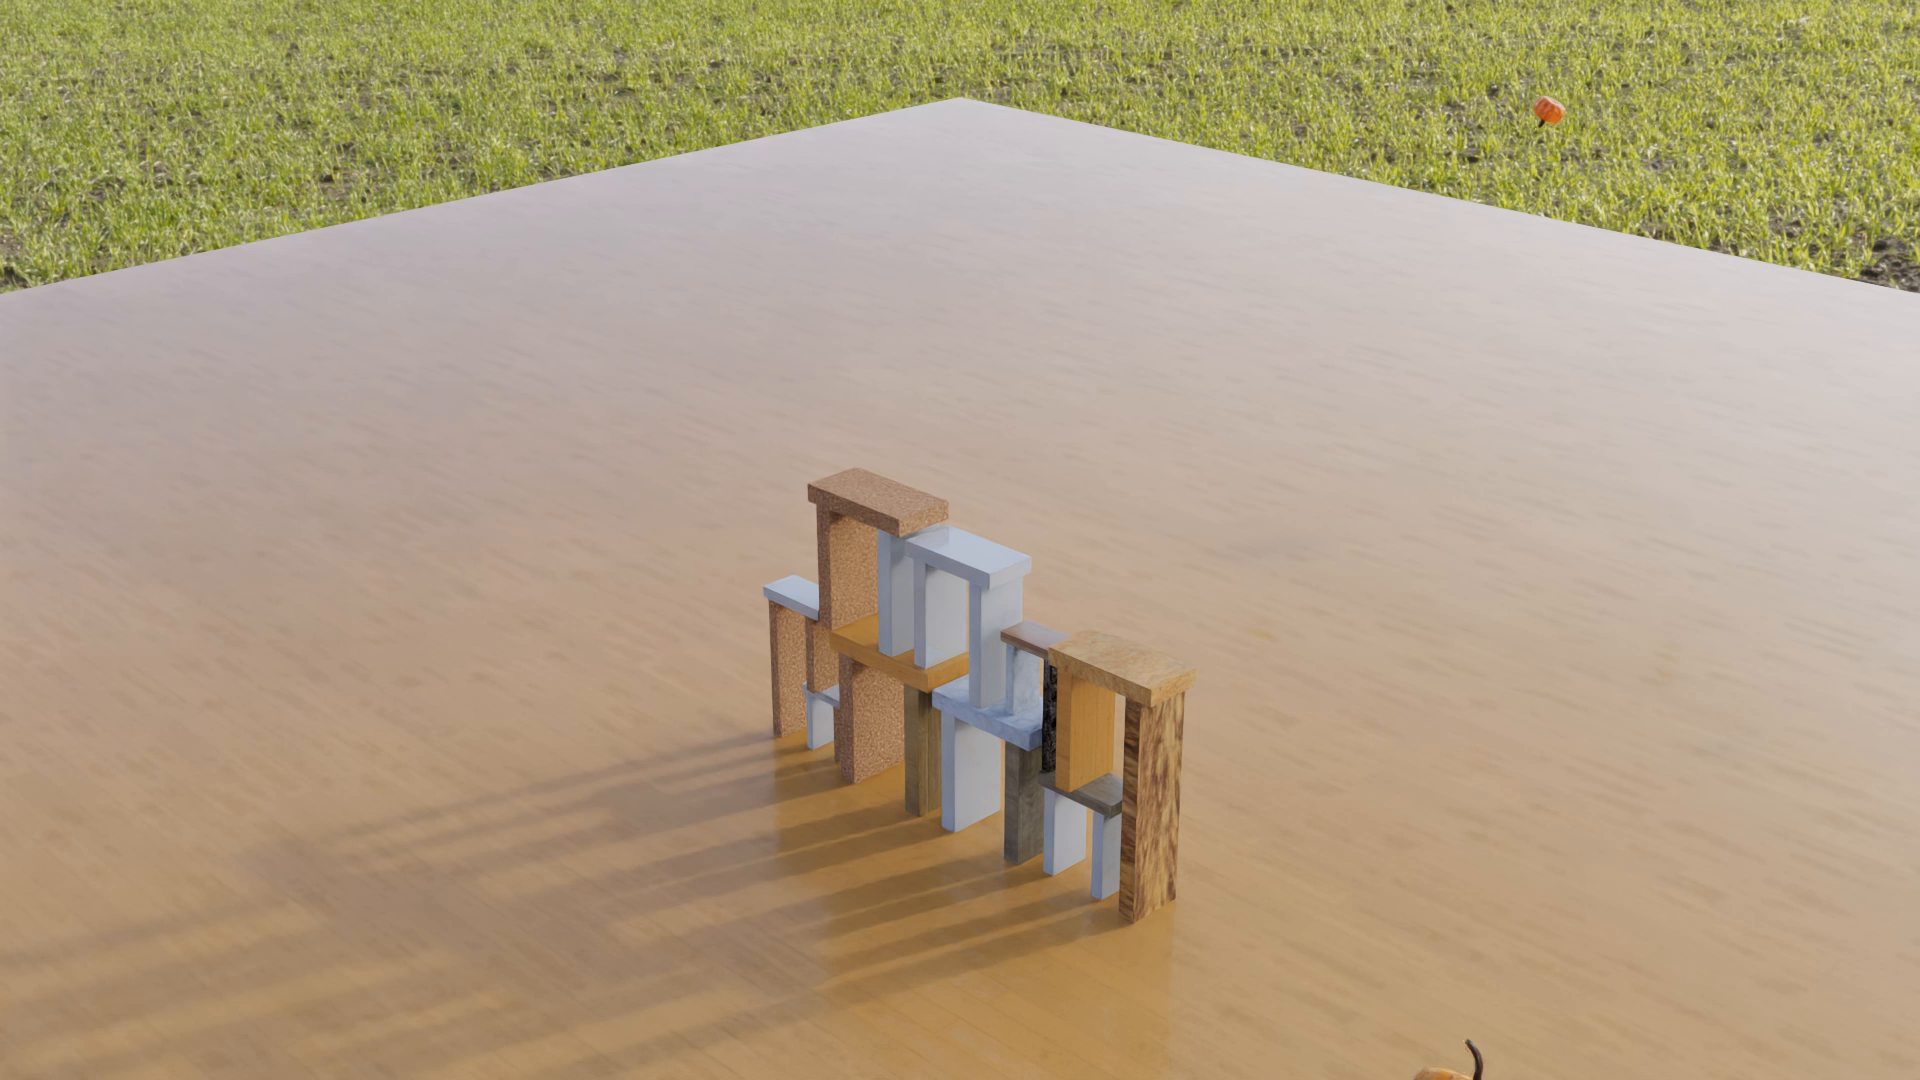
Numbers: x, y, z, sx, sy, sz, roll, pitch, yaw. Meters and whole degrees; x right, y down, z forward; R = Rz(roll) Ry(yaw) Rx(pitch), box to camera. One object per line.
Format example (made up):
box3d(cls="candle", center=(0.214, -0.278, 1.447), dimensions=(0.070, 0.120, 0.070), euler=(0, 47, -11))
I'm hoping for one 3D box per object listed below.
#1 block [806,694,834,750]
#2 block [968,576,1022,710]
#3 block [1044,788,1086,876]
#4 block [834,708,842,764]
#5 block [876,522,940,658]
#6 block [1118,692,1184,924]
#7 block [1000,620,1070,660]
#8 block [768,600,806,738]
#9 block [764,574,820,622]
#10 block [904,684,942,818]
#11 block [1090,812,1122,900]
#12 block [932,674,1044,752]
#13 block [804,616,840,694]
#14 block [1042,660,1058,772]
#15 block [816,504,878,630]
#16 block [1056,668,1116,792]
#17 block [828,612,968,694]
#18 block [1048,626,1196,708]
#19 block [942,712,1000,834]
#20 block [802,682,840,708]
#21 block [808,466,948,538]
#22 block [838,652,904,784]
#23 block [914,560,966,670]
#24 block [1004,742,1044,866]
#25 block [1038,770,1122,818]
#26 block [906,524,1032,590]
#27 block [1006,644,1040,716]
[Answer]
box3d(cls="block", center=(-0.297, 0.378, 4.705), dimensions=(0.018, 0.130, 0.065), euler=(21, 31, 41))
box3d(cls="block", center=(0.069, 0.186, 4.227), dimensions=(0.032, 0.260, 0.113), euler=(21, 31, 41))
box3d(cls="block", center=(0.203, 0.546, 4.237), dimensions=(0.026, 0.185, 0.093), euler=(21, 31, 41))
box3d(cls="block", center=(-0.236, 0.401, 4.649), dimensions=(0.018, 0.130, 0.065), euler=(21, 31, 41))
box3d(cls="block", center=(-0.101, 0.087, 4.366), dimensions=(0.038, 0.266, 0.133), euler=(21, 31, 41))
box3d(cls="block", center=(0.352, 0.479, 4.043), dimensions=(0.035, 0.459, 0.124), euler=(21, 31, 41))
box3d(cls="block", center=(0.155, 0.192, 4.144), dimensions=(0.147, 0.021, 0.073), euler=(21, 31, 41))
box3d(cls="block", center=(-0.365, 0.264, 4.726), dimensions=(0.025, 0.322, 0.087), euler=(21, 31, 41))
box3d(cls="block", center=(-0.324, 0.121, 4.621), dimensions=(0.174, 0.025, 0.087), euler=(21, 31, 41))
box3d(cls="block", center=(-0.045, 0.401, 4.444), dimensions=(0.041, 0.290, 0.145), euler=(21, 31, 41))
box3d(cls="block", center=(0.290, 0.580, 4.157), dimensions=(0.026, 0.185, 0.093), euler=(21, 31, 41))
box3d(cls="block", center=(0.084, 0.328, 4.271), dimensions=(0.261, 0.037, 0.130), euler=(21, 31, 41))
box3d(cls="block", center=(-0.283, 0.228, 4.622), dimensions=(0.025, 0.174, 0.087), euler=(21, 31, 41))
box3d(cls="block", center=(0.189, 0.322, 4.162), dimensions=(0.021, 0.233, 0.073), euler=(21, 31, 41))
box3d(cls="block", center=(-0.227, 0.038, 4.482), dimensions=(0.038, 0.266, 0.133), euler=(21, 31, 41))
box3d(cls="block", center=(0.235, 0.336, 4.109), dimensions=(0.035, 0.247, 0.124), euler=(21, 31, 41))
box3d(cls="block", center=(-0.114, 0.222, 4.442), dimensions=(0.290, 0.041, 0.145), euler=(21, 31, 41))
box3d(cls="block", center=(0.293, 0.229, 4.000), dimensions=(0.247, 0.035, 0.124), euler=(21, 31, 41))
box3d(cls="block", center=(0.022, 0.441, 4.386), dimensions=(0.037, 0.261, 0.131), euler=(21, 31, 41))
box3d(cls="block", center=(-0.267, 0.321, 4.648), dimensions=(0.130, 0.018, 0.065), euler=(21, 31, 41))
box3d(cls="block", center=(-0.164, -0.077, 4.365), dimensions=(0.266, 0.038, 0.133), euler=(21, 31, 41))
box3d(cls="block", center=(-0.182, 0.348, 4.570), dimensions=(0.041, 0.290, 0.145), euler=(21, 31, 41))
box3d(cls="block", center=(-0.039, 0.129, 4.319), dimensions=(0.032, 0.227, 0.113), euler=(21, 31, 41))
box3d(cls="block", center=(0.145, 0.490, 4.273), dimensions=(0.037, 0.261, 0.131), euler=(21, 31, 41))
box3d(cls="block", center=(0.247, 0.465, 4.156), dimensions=(0.185, 0.026, 0.093), euler=(21, 31, 41))
box3d(cls="block", center=(0.015, 0.031, 4.219), dimensions=(0.227, 0.032, 0.113), euler=(21, 31, 41))
box3d(cls="block", center=(0.120, 0.255, 4.209), dimensions=(0.021, 0.147, 0.073), euler=(21, 31, 41))
